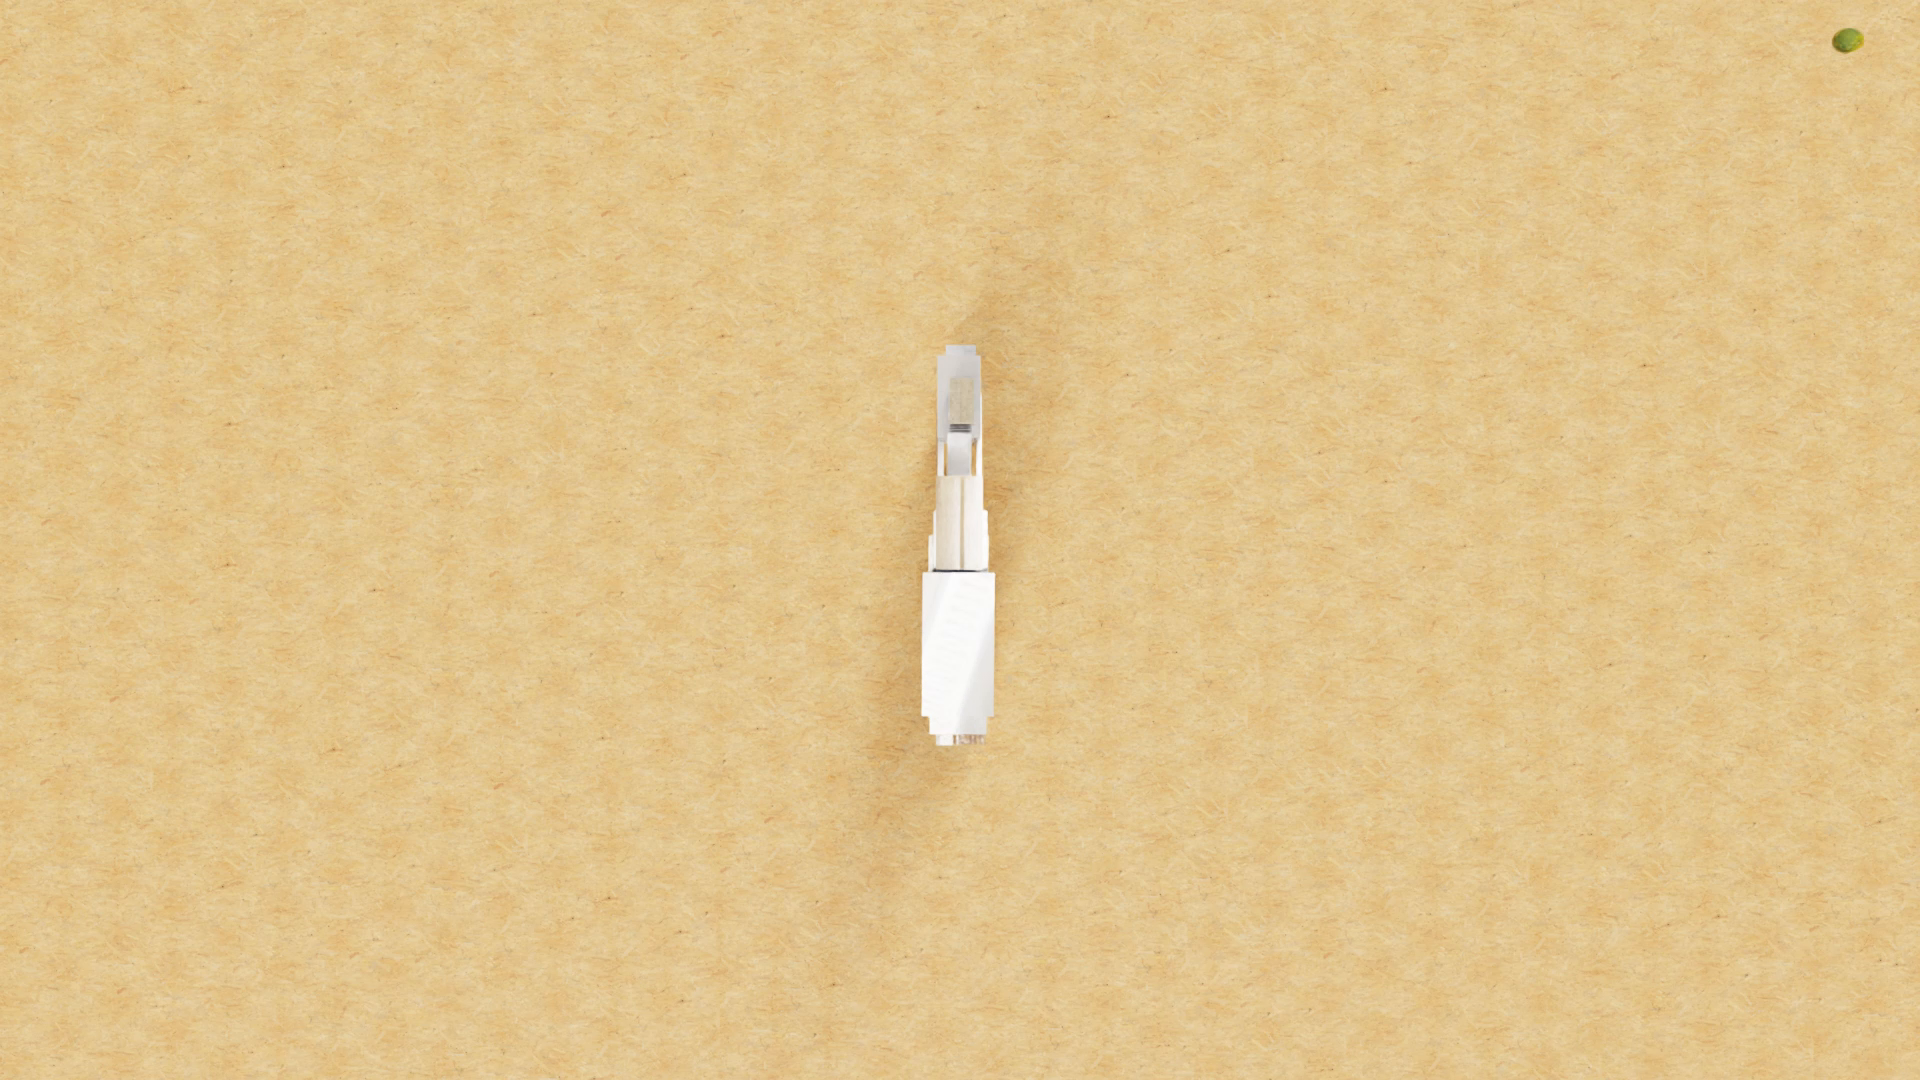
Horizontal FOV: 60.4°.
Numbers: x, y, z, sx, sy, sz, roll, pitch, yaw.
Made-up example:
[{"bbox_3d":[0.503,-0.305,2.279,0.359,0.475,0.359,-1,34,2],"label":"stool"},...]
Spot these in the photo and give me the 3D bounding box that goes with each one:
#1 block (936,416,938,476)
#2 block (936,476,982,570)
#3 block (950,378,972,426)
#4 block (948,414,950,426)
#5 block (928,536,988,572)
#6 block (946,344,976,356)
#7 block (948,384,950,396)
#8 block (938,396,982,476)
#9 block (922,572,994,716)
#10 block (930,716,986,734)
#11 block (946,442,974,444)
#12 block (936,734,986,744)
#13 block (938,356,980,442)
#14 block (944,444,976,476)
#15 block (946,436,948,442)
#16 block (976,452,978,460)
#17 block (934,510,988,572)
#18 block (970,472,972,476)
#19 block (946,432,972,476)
[{"bbox_3d":[-0.004,-0.249,5.196,0.142,0.040,0.284,0,90,0],"label":"block"},{"bbox_3d":[-0.002,-0.041,3.990,0.113,0.032,0.226,0,90,0],"label":"block"},{"bbox_3d":[0.003,-0.361,4.303,0.062,0.017,0.123,0,77,0],"label":"block"},{"bbox_3d":[0.001,-0.318,4.366,0.062,0.123,0.017,0,89,0],"label":"block"},{"bbox_3d":[-0.004,0.151,4.571,0.165,0.047,0.329,0,90,0],"label":"block"},{"bbox_3d":[0.002,-0.528,5.293,0.097,0.027,0.194,0,90,0],"label":"block"},{"bbox_3d":[0.001,-0.398,4.385,0.062,0.123,0.017,0,89,0],"label":"block"},{"bbox_3d":[-0.001,-0.295,4.896,0.131,0.037,0.262,0,90,0],"label":"block"},{"bbox_3d":[-0.004,0.243,3.859,0.167,0.047,0.334,0,90,0],"label":"block"},{"bbox_3d":[-0.004,0.352,4.237,0.145,0.041,0.290,0,90,0],"label":"block"},{"bbox_3d":[-0.001,-0.270,4.708,0.079,0.022,0.158,0,90,0],"label":"block"},{"bbox_3d":[0.001,0.469,5.025,0.152,0.043,0.304,-1,90,0],"label":"block"},{"bbox_3d":[-0.003,-0.384,4.462,0.116,0.033,0.232,0,77,0],"label":"block"},{"bbox_3d":[0.000,-0.169,4.491,0.090,0.026,0.181,0,90,0],"label":"block"},{"bbox_3d":[-0.004,-0.267,4.358,0.062,0.124,0.018,4,95,0],"label":"block"},{"bbox_3d":[0.001,-0.230,4.600,0.090,0.192,0.026,0,90,0],"label":"block"},{"bbox_3d":[0.000,0.063,4.252,0.138,0.039,0.276,0,90,0],"label":"block"},{"bbox_3d":[-0.002,-0.178,4.393,0.062,0.171,0.018,-1,91,0],"label":"block"},{"bbox_3d":[-0.003,-0.217,4.292,0.062,0.018,0.124,0,97,0],"label":"block"}]
